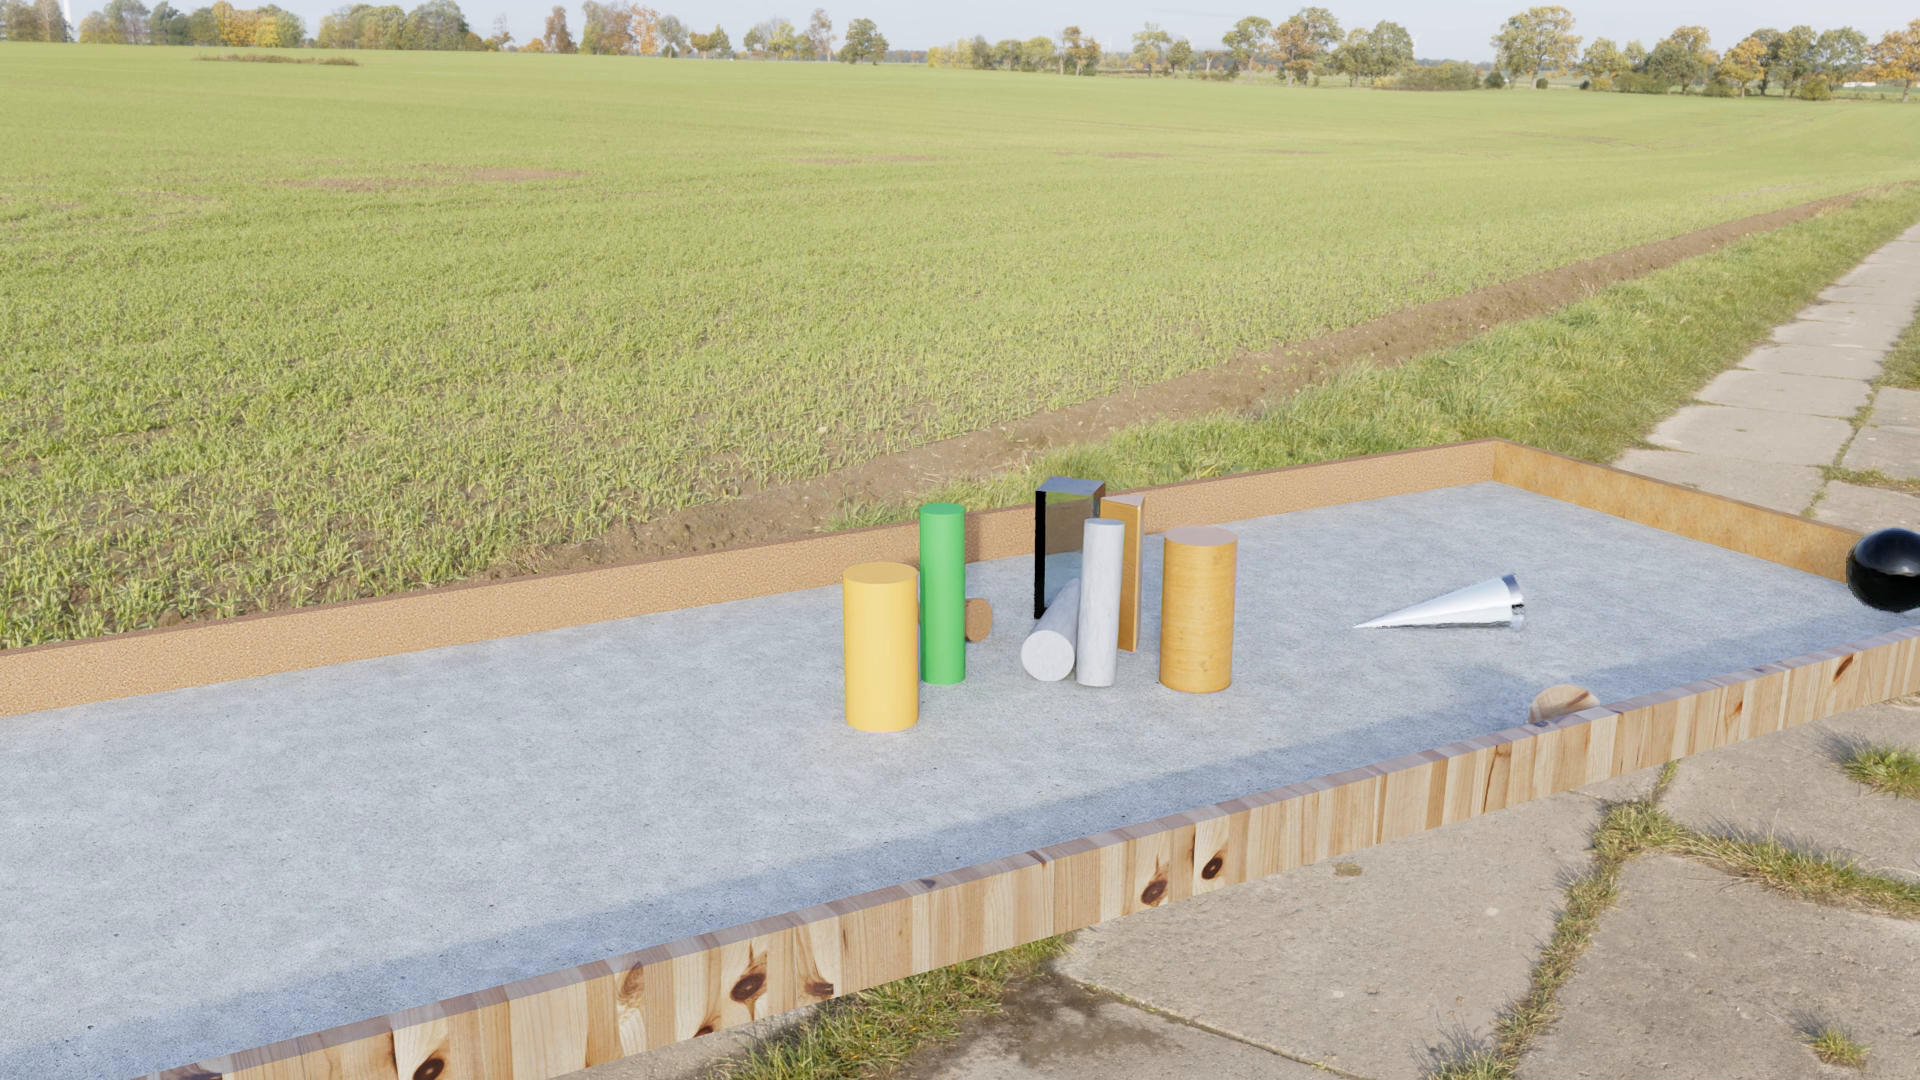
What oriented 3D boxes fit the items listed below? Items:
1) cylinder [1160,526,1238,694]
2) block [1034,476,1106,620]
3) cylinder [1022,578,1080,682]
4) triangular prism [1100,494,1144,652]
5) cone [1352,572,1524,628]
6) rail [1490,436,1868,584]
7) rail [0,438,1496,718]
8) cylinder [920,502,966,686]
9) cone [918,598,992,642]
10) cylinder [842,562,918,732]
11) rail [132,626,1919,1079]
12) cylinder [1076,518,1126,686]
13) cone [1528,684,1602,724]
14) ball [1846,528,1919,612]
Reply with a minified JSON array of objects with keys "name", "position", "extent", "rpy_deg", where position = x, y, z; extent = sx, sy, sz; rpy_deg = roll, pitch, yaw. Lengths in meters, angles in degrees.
[{"name":"cylinder","position":[0.591,0.172,4.096],"extent":[0.180,0.380,0.180],"rpy_deg":[0,16,0]},{"name":"block","position":[0.306,0.028,4.598],"extent":[0.157,0.371,0.157],"rpy_deg":[6,18,18]},{"name":"cylinder","position":[0.277,0.230,4.331],"extent":[0.136,0.136,0.445],"rpy_deg":[4,17,14]},{"name":"triangular prism","position":[0.450,0.082,4.369],"extent":[0.124,0.399,0.107],"rpy_deg":[14,22,40]},{"name":"cone","position":[1.299,0.202,4.531],"extent":[0.446,0.154,0.154],"rpy_deg":[-10,16,2]},{"name":"rail","position":[2.466,-0.048,5.253],"extent":[0.050,0.150,2.100],"rpy_deg":[-9,18,-27]},{"name":"rail","position":[-3.305,0.497,3.399],"extent":[12.000,0.150,0.050],"rpy_deg":[-9,18,-27]},{"name":"cylinder","position":[-0.044,0.135,4.112],"extent":[0.112,0.442,0.112],"rpy_deg":[0,16,0]},{"name":"cone","position":[-0.108,0.202,4.562],"extent":[0.425,0.118,0.118],"rpy_deg":[4,15,42]},{"name":"cylinder","position":[-0.185,0.249,3.865],"extent":[0.173,0.362,0.173],"rpy_deg":[0,16,0]},{"name":"rail","position":[-2.336,1.006,1.665],"extent":[12.000,0.150,0.050],"rpy_deg":[-9,18,-27]},{"name":"cylinder","position":[0.347,0.154,4.097],"extent":[0.101,0.405,0.101],"rpy_deg":[2,11,0]},{"name":"cone","position":[1.445,0.405,3.834],"extent":[0.167,0.167,0.345],"rpy_deg":[10,5,30]},{"name":"ball","position":[2.634,0.084,4.645],"extent":[0.239,0.239,0.239],"rpy_deg":[0,16,0]}]
